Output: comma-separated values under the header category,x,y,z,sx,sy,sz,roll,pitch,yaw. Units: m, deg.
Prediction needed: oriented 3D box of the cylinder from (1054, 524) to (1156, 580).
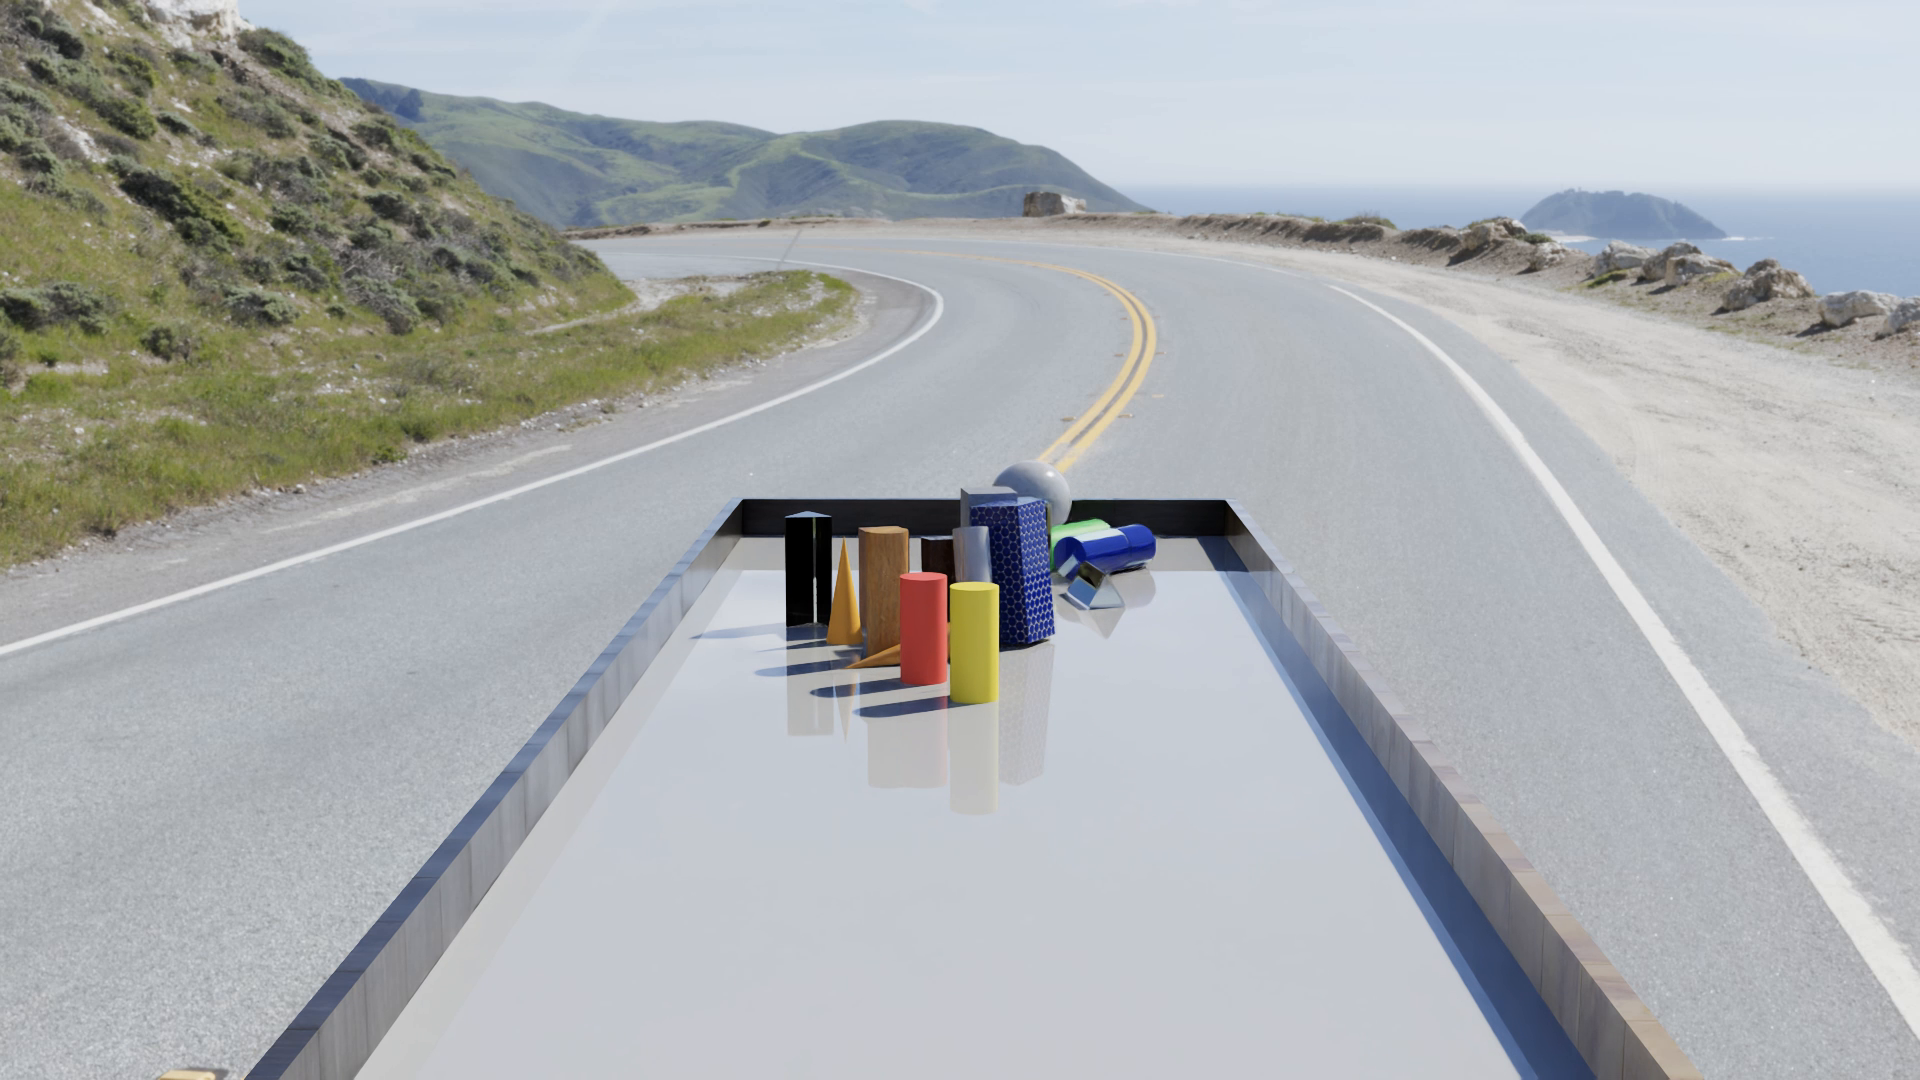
category,x,y,z,sx,sy,sz,roll,pitch,yaw
cylinder,0.544,0.043,8.227,0.160,0.160,0.413,8,12,42

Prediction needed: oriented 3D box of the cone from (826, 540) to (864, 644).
category,x,y,z,sx,sy,sz,roll,pitch,yaw
cone,-0.366,0.152,6.957,0.119,0.342,0.119,0,9,0

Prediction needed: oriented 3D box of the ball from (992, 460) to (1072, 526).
category,x,y,z,sx,sy,sz,roll,pitch,yaw
ball,0.286,-0.158,8.937,0.336,0.336,0.336,0,9,0

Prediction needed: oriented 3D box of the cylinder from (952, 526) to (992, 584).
category,x,y,z,sx,sy,sz,roll,pitch,yaw
cylinder,0.046,0.150,6.814,0.114,0.374,0.114,-4,-7,0

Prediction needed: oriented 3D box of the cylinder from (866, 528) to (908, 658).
category,x,y,z,sx,sy,sz,roll,pitch,yaw
cylinder,-0.221,0.166,6.702,0.128,0.395,0.128,0,9,0

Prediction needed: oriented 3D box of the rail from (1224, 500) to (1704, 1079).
category,x,y,z,sx,sy,sz,roll,pitch,yaw
rail,1.046,0.843,3.208,0.050,0.150,12.000,0,9,1

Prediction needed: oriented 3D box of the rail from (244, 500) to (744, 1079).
category,x,y,z,sx,sy,sz,roll,pitch,yaw
rail,-1.004,0.839,3.234,0.050,0.150,12.000,0,9,1

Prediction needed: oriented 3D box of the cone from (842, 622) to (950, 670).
category,x,y,z,sx,sy,sz,roll,pitch,yaw
cone,-0.172,0.343,6.647,0.414,0.126,0.126,-14,14,-23

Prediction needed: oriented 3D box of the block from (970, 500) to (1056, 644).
category,x,y,z,sx,sy,sz,roll,pitch,yaw
block,0.167,0.098,6.957,0.173,0.433,0.173,-1,7,31

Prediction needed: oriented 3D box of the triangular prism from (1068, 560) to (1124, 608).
category,x,y,z,sx,sy,sz,roll,pitch,yaw
triangular prism,0.475,0.150,7.685,0.129,0.112,0.306,-2,9,-11

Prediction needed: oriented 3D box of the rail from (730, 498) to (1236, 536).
category,x,y,z,sx,sy,sz,roll,pitch,yaw
rail,0.099,-0.098,9.147,2.100,0.150,0.050,0,9,1

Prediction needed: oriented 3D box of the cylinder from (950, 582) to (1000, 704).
category,x,y,z,sx,sy,sz,roll,pitch,yaw
cylinder,0.040,0.287,6.172,0.138,0.321,0.138,0,9,0

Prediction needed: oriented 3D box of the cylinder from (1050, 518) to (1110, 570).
category,x,y,z,sx,sy,sz,roll,pitch,yaw
cylinder,0.400,0.022,8.358,0.162,0.162,0.400,8,12,41

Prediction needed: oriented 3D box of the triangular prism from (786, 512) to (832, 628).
category,x,y,z,sx,sy,sz,roll,pitch,yaw
triangular prism,-0.499,0.095,7.244,0.150,0.365,0.130,-1,9,-5

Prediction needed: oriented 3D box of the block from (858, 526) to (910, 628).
category,x,y,z,sx,sy,sz,roll,pitch,yaw
block,-0.249,0.125,7.201,0.134,0.320,0.134,-3,9,-18

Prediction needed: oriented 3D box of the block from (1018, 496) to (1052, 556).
category,x,y,z,sx,sy,sz,roll,pitch,yaw
block,0.214,0.012,7.948,0.171,0.309,0.171,-4,10,-23

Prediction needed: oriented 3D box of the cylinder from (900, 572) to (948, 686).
category,x,y,z,sx,sy,sz,roll,pitch,yaw
cylinder,-0.106,0.257,6.402,0.137,0.308,0.137,0,9,0

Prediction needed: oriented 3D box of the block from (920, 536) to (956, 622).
category,x,y,z,sx,sy,sz,roll,pitch,yaw
block,-0.055,0.158,6.932,0.105,0.331,0.105,-3,5,-17

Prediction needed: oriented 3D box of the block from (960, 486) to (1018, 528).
category,x,y,z,sx,sy,sz,roll,pitch,yaw
block,0.093,0.063,7.162,0.158,0.454,0.158,-2,9,-10
